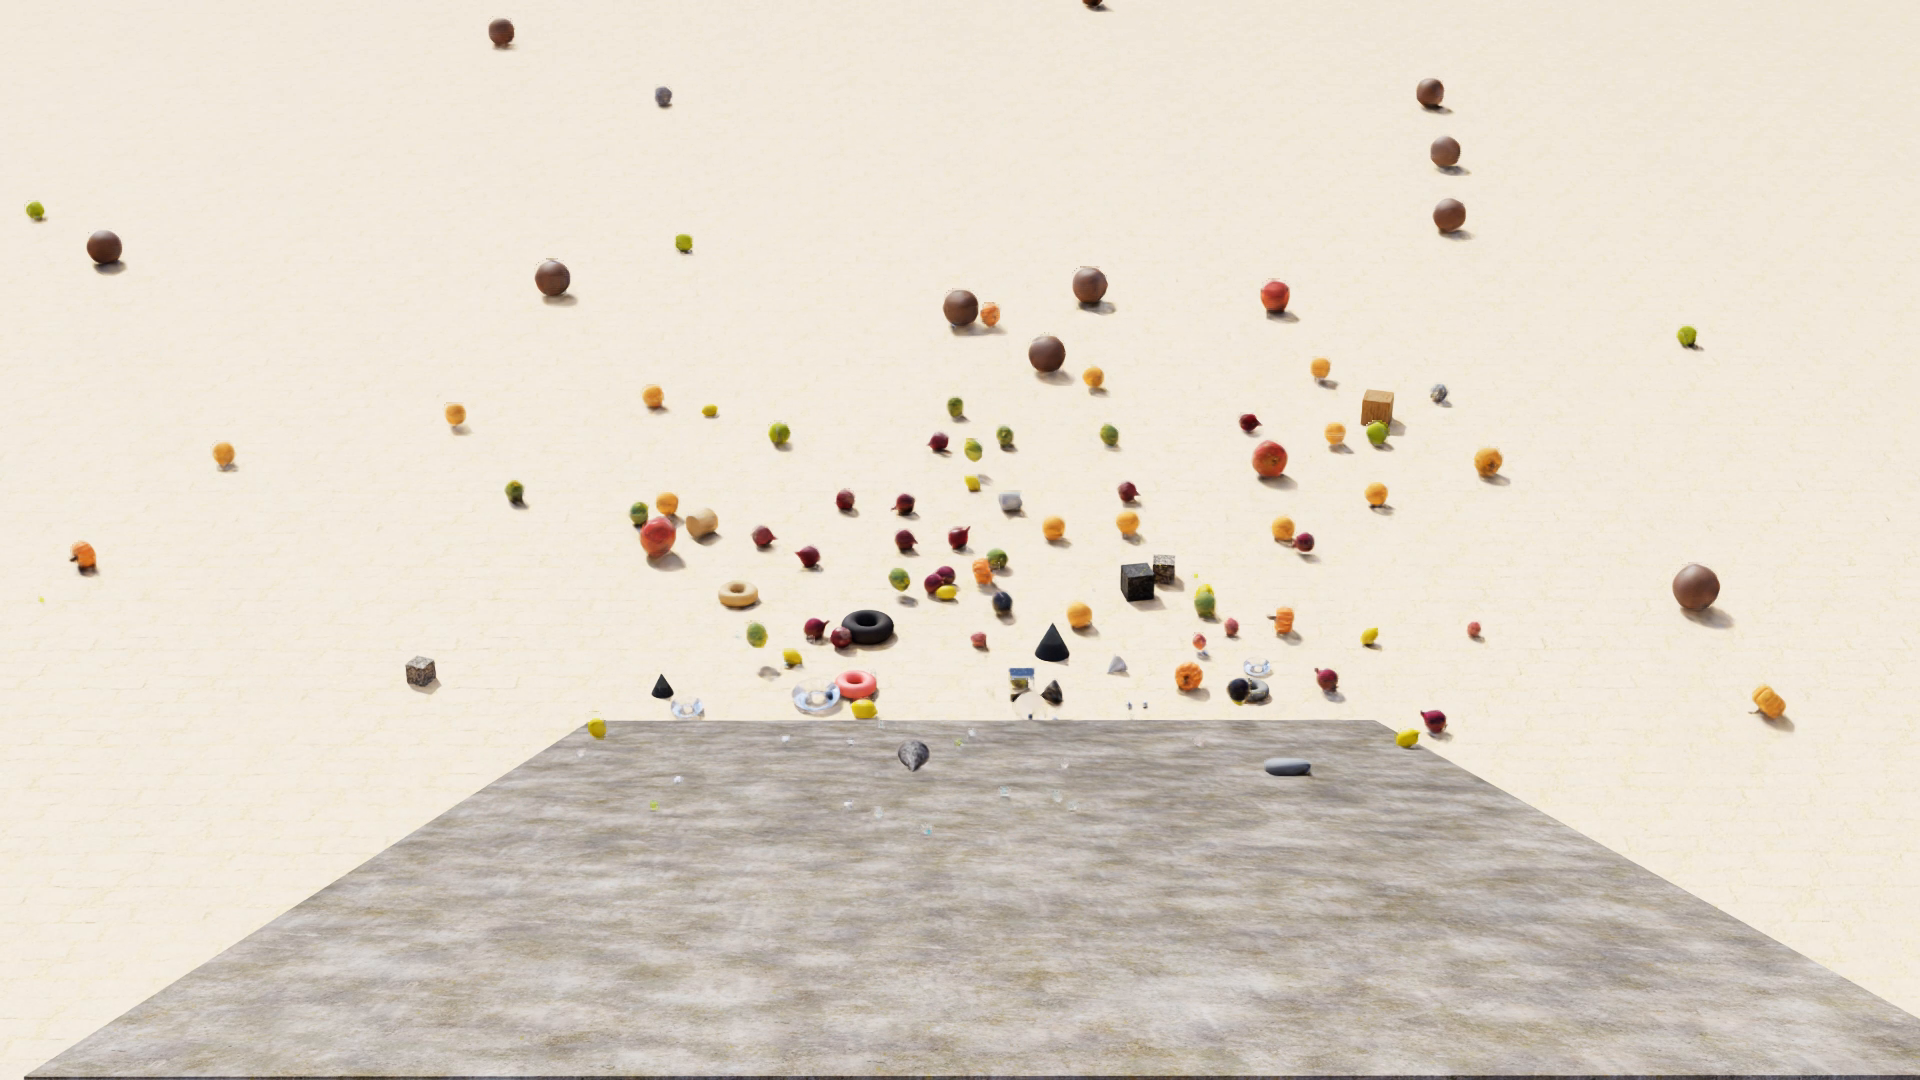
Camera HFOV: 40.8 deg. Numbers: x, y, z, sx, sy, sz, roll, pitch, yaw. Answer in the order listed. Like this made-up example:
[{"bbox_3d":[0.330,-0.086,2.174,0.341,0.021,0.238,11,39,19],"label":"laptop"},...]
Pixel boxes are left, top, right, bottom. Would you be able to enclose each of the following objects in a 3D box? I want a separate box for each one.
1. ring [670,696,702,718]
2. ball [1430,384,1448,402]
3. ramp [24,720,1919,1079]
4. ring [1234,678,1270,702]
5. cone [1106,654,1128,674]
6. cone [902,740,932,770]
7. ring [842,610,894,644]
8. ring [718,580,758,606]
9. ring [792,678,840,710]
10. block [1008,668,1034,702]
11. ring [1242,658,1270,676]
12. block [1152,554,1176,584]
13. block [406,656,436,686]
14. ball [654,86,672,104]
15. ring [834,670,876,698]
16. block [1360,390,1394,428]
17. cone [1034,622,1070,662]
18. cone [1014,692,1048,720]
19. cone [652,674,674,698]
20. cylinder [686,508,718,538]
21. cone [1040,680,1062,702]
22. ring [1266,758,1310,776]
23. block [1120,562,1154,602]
[{"bbox_3d":[-0.719,0.438,6.793,0.087,0.029,0.087,-1,27,1],"label":"ring"},{"bbox_3d":[1.594,-0.491,8.597,0.059,0.059,0.059,0,27,0],"label":"ball"},{"bbox_3d":[0.061,0.548,4.584,2.000,0.100,4.000,0,1,0],"label":"ramp"},{"bbox_3d":[0.777,0.399,6.869,0.093,0.031,0.093,-1,28,0],"label":"ring"},{"bbox_3d":[0.414,0.346,6.980,0.054,0.054,0.054,-41,41,-15],"label":"cone"},{"bbox_3d":[-0.098,0.467,5.414,0.067,0.067,0.067,8,52,15],"label":"cone"},{"bbox_3d":[-0.256,0.241,7.161,0.148,0.049,0.148,1,28,0],"label":"ring"},{"bbox_3d":[-0.630,0.153,7.346,0.116,0.039,0.116,1,28,0],"label":"ring"},{"bbox_3d":[-0.382,0.408,6.837,0.129,0.043,0.129,-1,27,1],"label":"ring"},{"bbox_3d":[0.164,0.384,6.859,0.065,0.065,0.065,-1,27,-1],"label":"block"},{"bbox_3d":[0.804,0.342,6.988,0.076,0.025,0.076,-1,28,0],"label":"ring"},{"bbox_3d":[0.588,0.085,7.452,0.064,0.064,0.064,3,27,5],"label":"block"},{"bbox_3d":[-1.448,0.352,6.933,0.056,0.056,0.056,11,29,21],"label":"block"},{"bbox_3d":[-1.327,-1.985,11.528,0.081,0.081,0.081,0,27,0],"label":"ball"},{"bbox_3d":[-0.279,0.385,6.888,0.114,0.038,0.114,1,27,-1],"label":"ring"},{"bbox_3d":[1.365,-0.430,8.442,0.090,0.090,0.090,8,28,16],"label":"block"},{"bbox_3d":[0.253,0.266,7.055,0.098,0.098,0.098,0,27,0],"label":"cone"},{"bbox_3d":[0.182,0.451,6.678,0.090,0.090,0.090,1,17,2],"label":"cone"},{"bbox_3d":[-0.793,0.380,6.871,0.062,0.062,0.062,0,27,0],"label":"cone"},{"bbox_3d":[-0.771,-0.050,7.712,0.071,0.071,0.071,23,35,37],"label":"cylinder"},{"bbox_3d":[0.231,0.410,6.850,0.061,0.061,0.061,-19,20,23],"label":"cone"},{"bbox_3d":[0.678,0.468,5.335,0.092,0.031,0.092,-1,0,0],"label":"ring"},{"bbox_3d":[0.506,0.120,7.366,0.079,0.079,0.079,-6,27,-11],"label":"block"}]
